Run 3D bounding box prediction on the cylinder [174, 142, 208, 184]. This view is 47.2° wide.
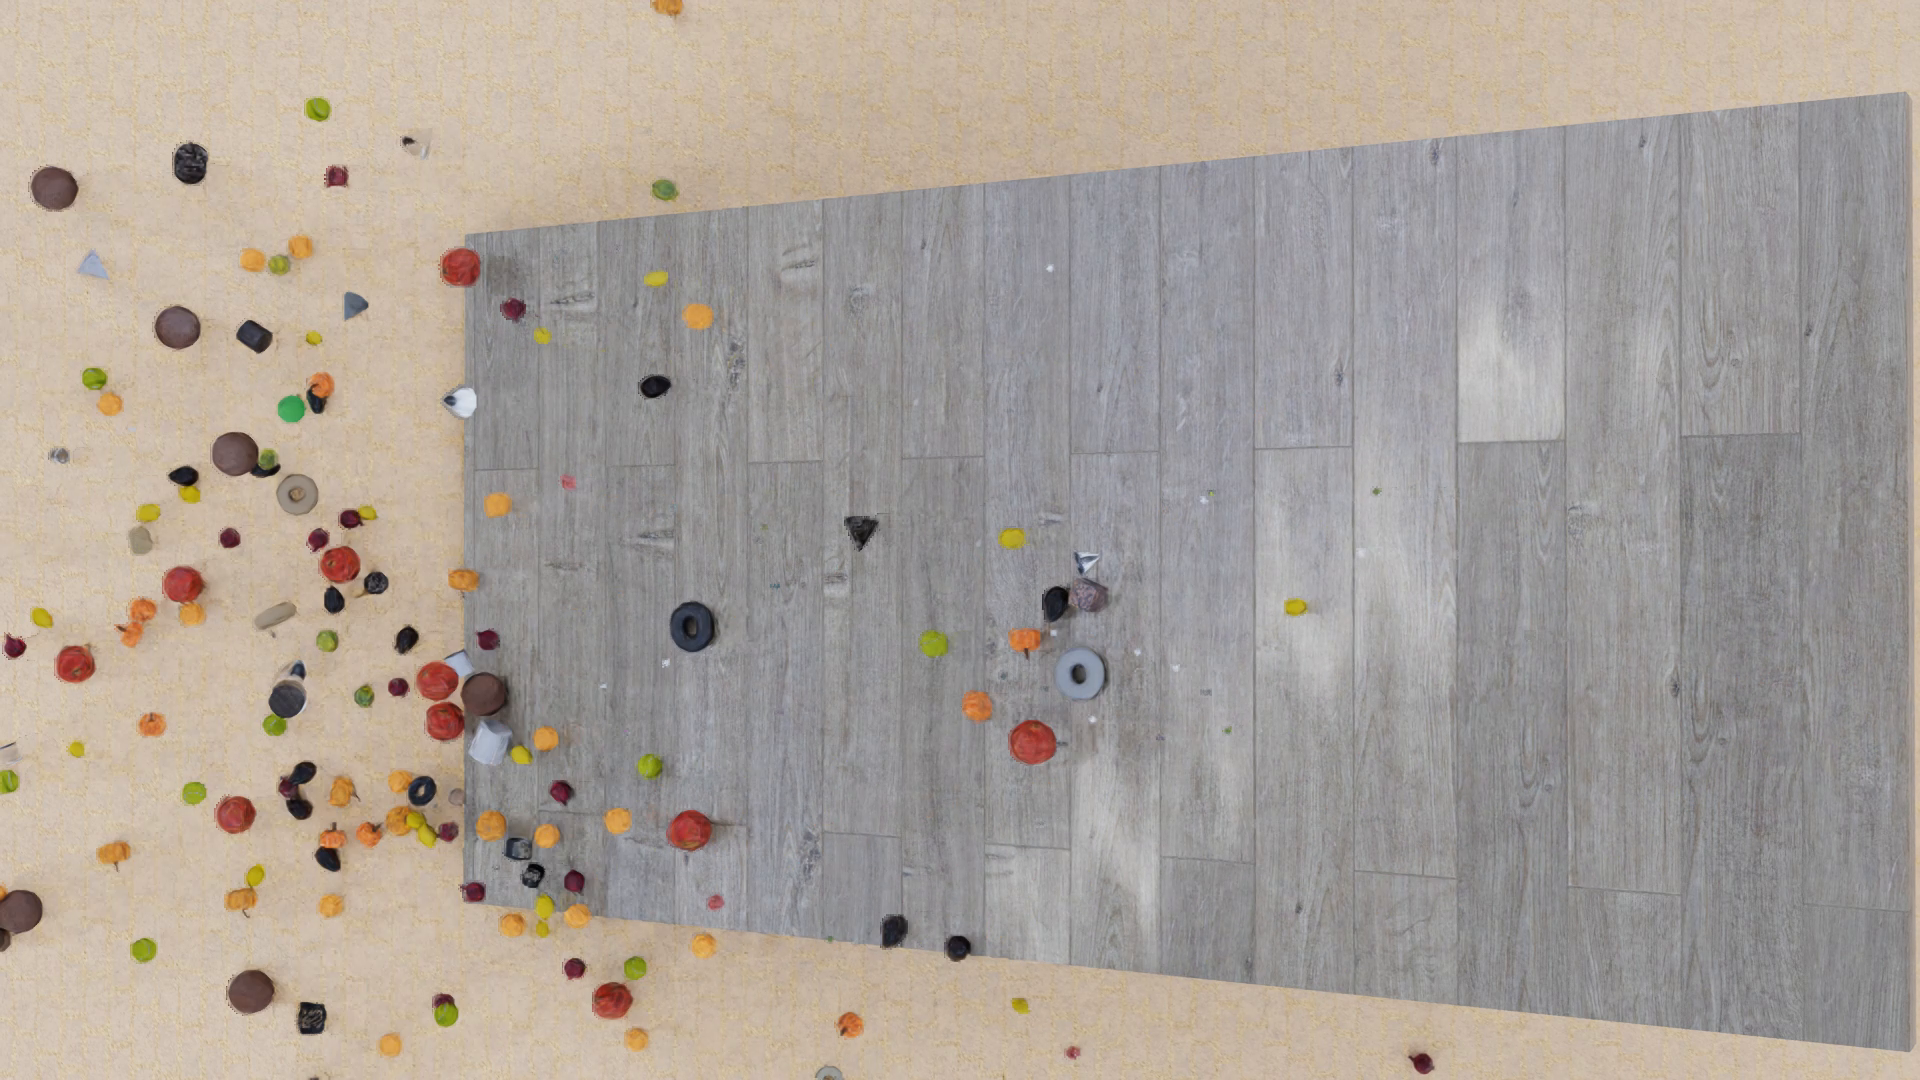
[{"bbox_3d":[-2.314,-1.132,6.615,0.092,0.092,0.092,8,69,-21],"label":"cylinder"}]

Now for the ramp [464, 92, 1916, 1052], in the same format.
[{"bbox_3d":[0.269,0.074,5.625,4.000,0.100,2.000,0,89,30],"label":"ramp"}]

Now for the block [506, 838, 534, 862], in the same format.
[{"bbox_3d":[-1.289,0.904,6.433,0.053,0.053,0.053,11,95,30],"label":"block"}]

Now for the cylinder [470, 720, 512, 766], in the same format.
[{"bbox_3d":[-1.378,0.594,6.461,0.098,0.098,0.098,24,103,0],"label":"cylinder"}]

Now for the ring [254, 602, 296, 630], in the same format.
[{"bbox_3d":[-2.056,0.228,6.600,0.130,0.130,0.043,-28,89,0],"label":"ring"}]

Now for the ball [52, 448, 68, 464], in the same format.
[{"bbox_3d":[-2.722,-0.253,6.650,0.050,0.050,0.050,0,89,0],"label":"ball"}]

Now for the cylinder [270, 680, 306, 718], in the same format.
[{"bbox_3d":[-1.983,0.468,6.489,0.099,0.099,0.099,-1,97,-13],"label":"cylinder"}]

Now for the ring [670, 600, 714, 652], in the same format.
[{"bbox_3d":[-0.747,0.241,6.128,0.143,0.048,0.143,0,91,31],"label":"ring"}]

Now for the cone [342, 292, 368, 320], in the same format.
[{"bbox_3d":[-1.846,-0.693,6.662,0.079,0.079,0.079,33,121,0],"label":"cone"}]

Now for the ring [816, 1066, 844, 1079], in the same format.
[{"bbox_3d":[-0.394,1.631,6.643,0.086,0.029,0.086,0,91,0],"label":"ring"}]

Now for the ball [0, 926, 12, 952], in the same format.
[{"bbox_3d":[-2.901,1.203,6.619,0.084,0.084,0.084,0,89,0],"label":"ball"}]

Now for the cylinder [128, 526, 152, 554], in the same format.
[{"bbox_3d":[-2.468,0.002,6.626,0.060,0.060,0.060,-33,48,0],"label":"cylinder"}]

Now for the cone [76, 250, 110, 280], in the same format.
[{"bbox_3d":[-2.612,-0.815,6.661,0.090,0.090,0.090,38,90,-26],"label":"cone"}]

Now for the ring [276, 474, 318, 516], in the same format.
[{"bbox_3d":[-2.004,-0.138,6.654,0.126,0.042,0.126,0,91,0],"label":"ring"}]

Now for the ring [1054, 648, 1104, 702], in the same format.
[{"bbox_3d":[0.300,0.337,5.520,0.137,0.046,0.137,-1,87,30],"label":"ring"}]

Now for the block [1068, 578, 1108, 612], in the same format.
[{"bbox_3d":[0.319,0.139,5.500,0.064,0.064,0.064,25,102,28],"label":"block"}]

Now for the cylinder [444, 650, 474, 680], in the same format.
[{"bbox_3d":[-1.464,0.364,6.426,0.066,0.066,0.066,-23,99,0],"label":"cylinder"}]

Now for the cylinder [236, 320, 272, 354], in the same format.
[{"bbox_3d":[-2.117,-0.611,6.600,0.075,0.075,0.075,35,90,7],"label":"cylinder"}]

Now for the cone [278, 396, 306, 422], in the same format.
[{"bbox_3d":[-2.030,-0.398,6.634,0.085,0.085,0.085,0,89,0],"label":"cone"}]

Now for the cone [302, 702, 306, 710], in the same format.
[{"bbox_3d":[-2.016,0.494,6.635,0.067,0.067,0.067,0,89,0],"label":"cone"}]

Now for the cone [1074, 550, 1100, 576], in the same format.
[{"bbox_3d":[0.325,0.048,5.517,0.067,0.067,0.067,-17,89,2],"label":"cone"}]

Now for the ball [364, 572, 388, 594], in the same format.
[{"bbox_3d":[-1.762,0.130,6.637,0.070,0.070,0.070,0,89,0],"label":"ball"}]

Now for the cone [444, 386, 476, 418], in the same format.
[{"bbox_3d":[-1.509,-0.414,6.548,0.096,0.096,0.096,0,89,30],"label":"cone"}]

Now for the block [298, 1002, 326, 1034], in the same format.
[{"bbox_3d":[-1.947,1.436,6.606,0.066,0.066,0.066,9,103,-26],"label":"block"}]

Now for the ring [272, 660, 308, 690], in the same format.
[{"bbox_3d":[-2.012,0.422,6.600,0.046,0.137,0.137,40,90,-29],"label":"ring"}]

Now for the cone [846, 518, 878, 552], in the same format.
[{"bbox_3d":[-0.262,-0.008,5.815,0.086,0.086,0.086,3,82,0],"label":"cone"}]

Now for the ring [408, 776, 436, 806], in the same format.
[{"bbox_3d":[-1.609,0.750,6.575,0.094,0.031,0.094,-9,65,20],"label":"ring"}]

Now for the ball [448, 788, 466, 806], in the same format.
[{"bbox_3d":[-1.499,0.767,6.556,0.054,0.054,0.054,0,89,0],"label":"ball"}]
